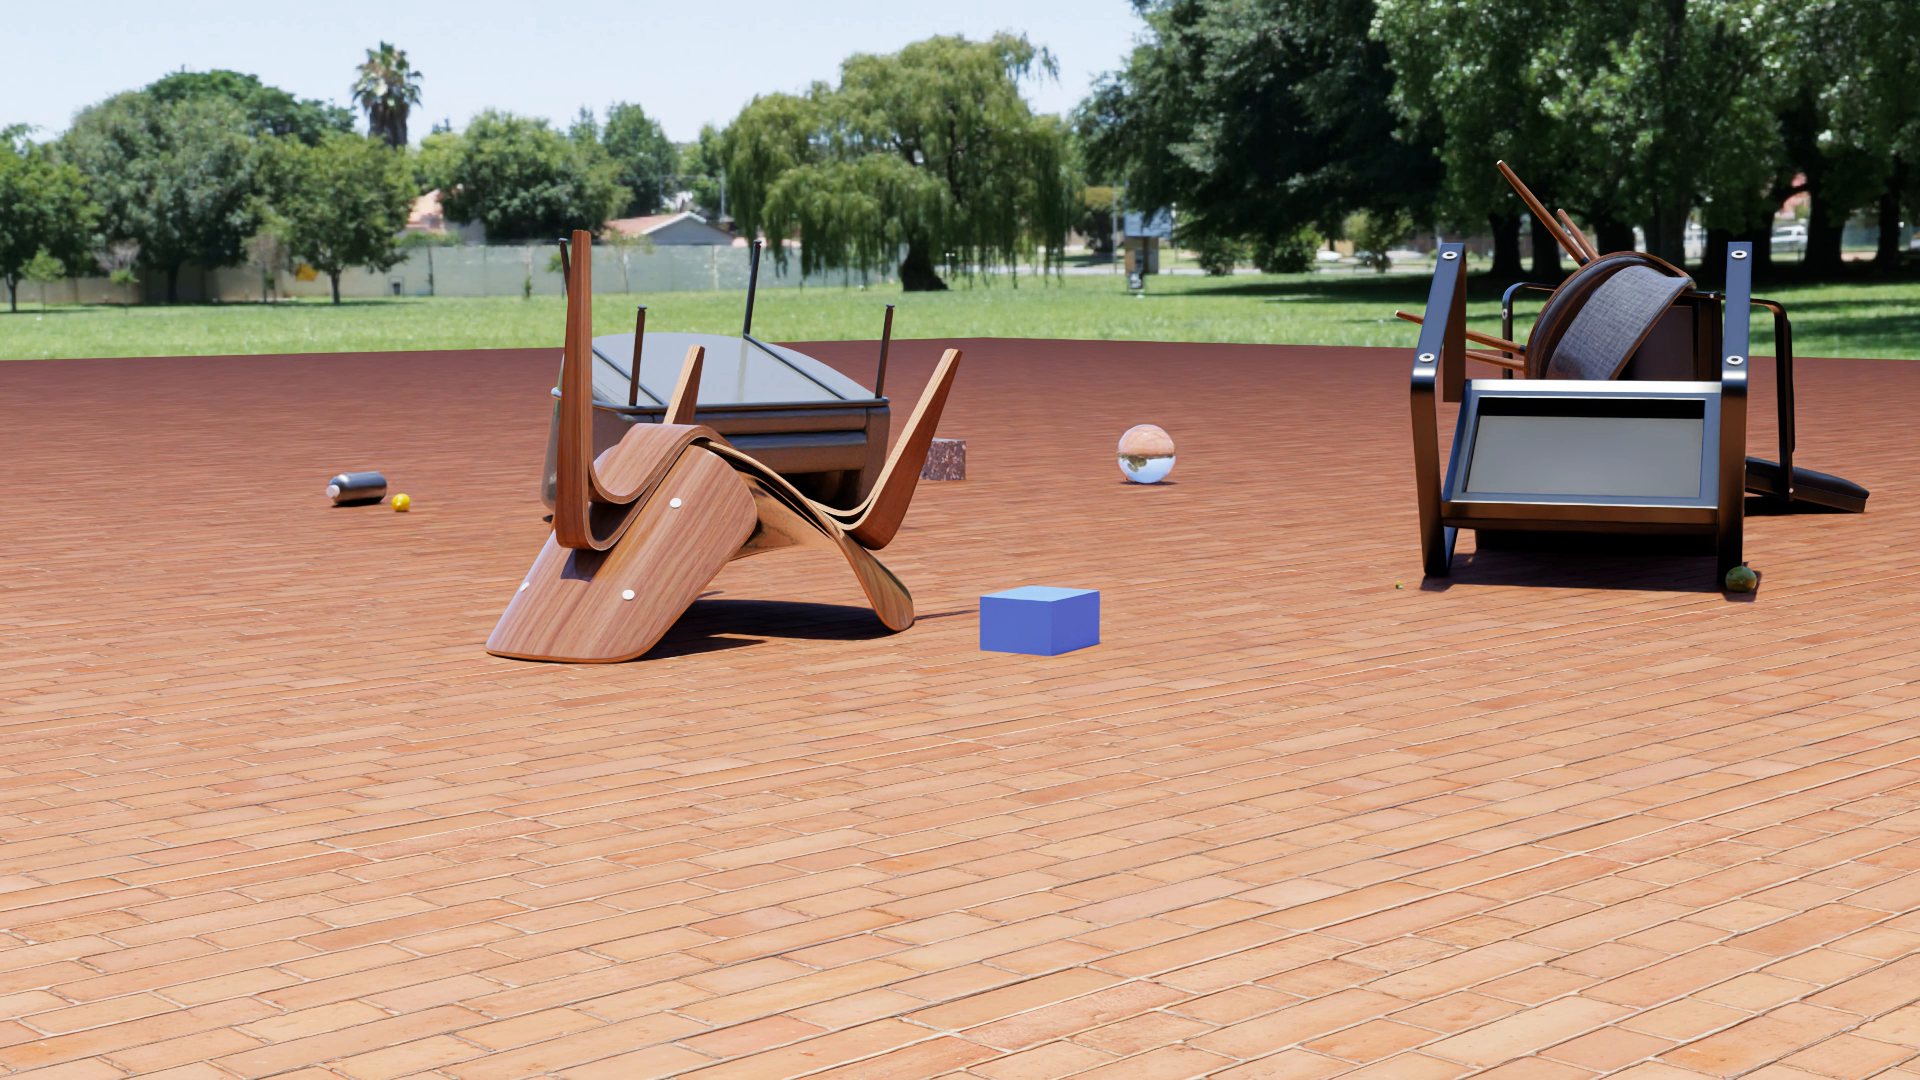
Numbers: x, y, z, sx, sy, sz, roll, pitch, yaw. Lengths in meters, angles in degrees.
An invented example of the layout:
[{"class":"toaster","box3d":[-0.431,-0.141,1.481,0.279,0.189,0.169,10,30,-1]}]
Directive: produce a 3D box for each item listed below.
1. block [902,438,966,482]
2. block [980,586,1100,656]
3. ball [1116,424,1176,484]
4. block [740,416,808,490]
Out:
[{"class":"block","box3d":[-0.085,-0.264,8.356,0.099,0.127,0.209,-5,7,-38]},{"class":"block","box3d":[0.143,0.143,4.560,0.143,0.096,0.181,4,7,31]},{"class":"ball","box3d":[0.593,-0.274,8.157,0.188,0.188,0.188,0,6,0]},{"class":"block","box3d":[-0.578,-0.270,7.970,0.172,0.217,0.125,5,8,41]}]
